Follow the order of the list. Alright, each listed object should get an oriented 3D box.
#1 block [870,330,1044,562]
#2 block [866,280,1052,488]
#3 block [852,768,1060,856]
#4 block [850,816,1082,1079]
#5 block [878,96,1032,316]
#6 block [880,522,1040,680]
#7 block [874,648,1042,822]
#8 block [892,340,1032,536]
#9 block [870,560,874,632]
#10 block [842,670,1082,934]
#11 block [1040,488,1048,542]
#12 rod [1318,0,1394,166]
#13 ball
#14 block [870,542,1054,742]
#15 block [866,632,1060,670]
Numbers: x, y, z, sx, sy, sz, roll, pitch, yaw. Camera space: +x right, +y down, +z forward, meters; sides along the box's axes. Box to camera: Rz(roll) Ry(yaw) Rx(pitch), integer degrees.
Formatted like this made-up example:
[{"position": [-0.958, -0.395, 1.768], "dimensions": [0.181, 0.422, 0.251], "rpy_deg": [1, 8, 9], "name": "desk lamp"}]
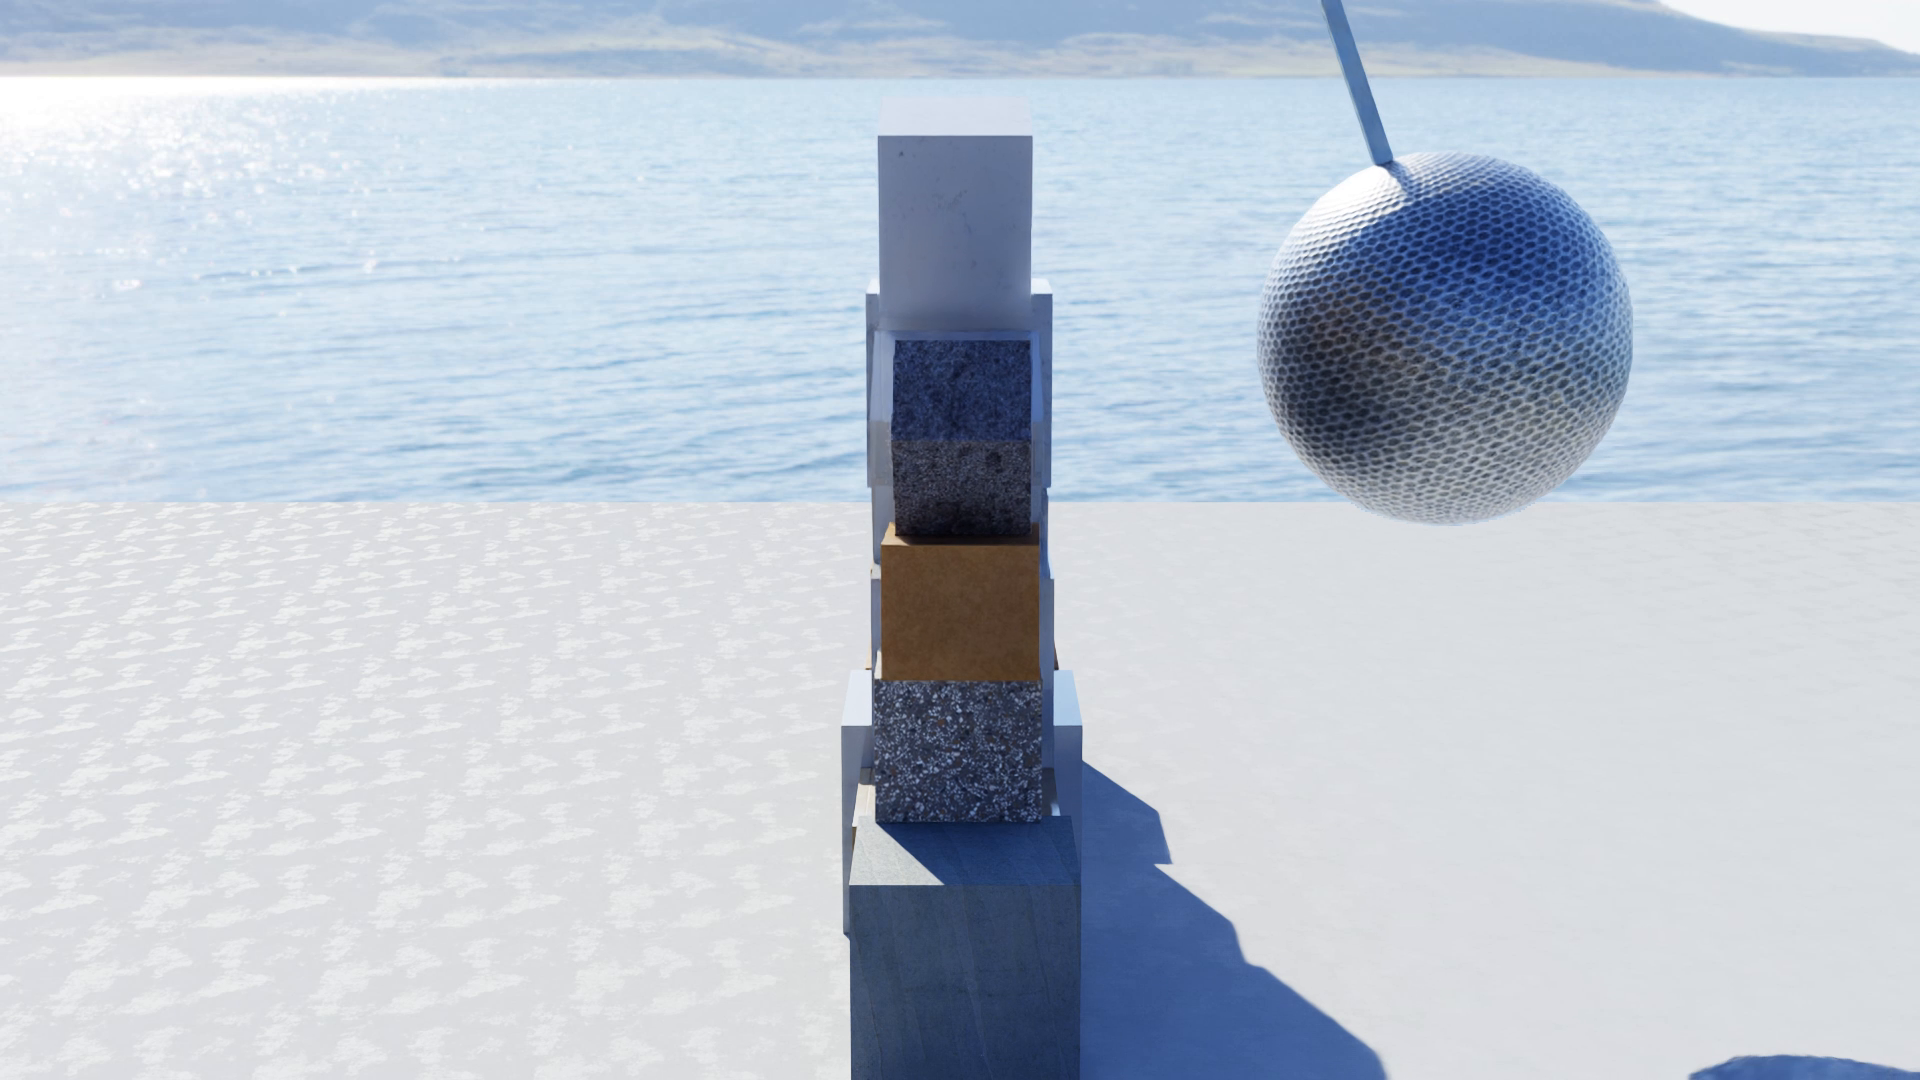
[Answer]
[{"position": [-0.014, -0.391, 10.554], "dimensions": [0.681, 0.669, 0.714], "rpy_deg": [0, 34, 0], "name": "block"}, {"position": [-0.003, -0.708, 11.398], "dimensions": [0.798, 0.840, 0.755], "rpy_deg": [0, 10, 0], "name": "block"}, {"position": [-0.011, 1.354, 10.140], "dimensions": [0.788, 0.708, 0.822], "rpy_deg": [0, 10, 0], "name": "block"}, {"position": [0.018, 1.482, 9.308], "dimensions": [0.799, 0.753, 0.841], "rpy_deg": [0, 10, 0], "name": "block"}, {"position": [-0.019, -1.414, 10.813], "dimensions": [0.628, 0.771, 0.658], "rpy_deg": [0, 24, 0], "name": "block"}, {"position": [0.010, 0.225, 9.723], "dimensions": [0.582, 0.503, 0.625], "rpy_deg": [0, 8, 1], "name": "block"}, {"position": [-0.009, 0.738, 9.838], "dimensions": [0.620, 0.543, 0.653], "rpy_deg": [0, 8, 0], "name": "block"}, {"position": [0.010, -0.378, 9.576], "dimensions": [0.505, 0.545, 0.490], "rpy_deg": [0, 52, 1], "name": "block"}, {"position": [-0.019, 0.585, 13.427], "dimensions": [0.863, 1.045, 0.844], "rpy_deg": [0, 10, 0], "name": "block"}, {"position": [0.008, 1.103, 11.025], "dimensions": [0.986, 0.886, 0.989], "rpy_deg": [0, 10, 0], "name": "block"}, {"position": [0.006, 0.169, 11.283], "dimensions": [0.734, 0.846, 0.753], "rpy_deg": [0, 10, 0], "name": "block"}, {"position": [0.899, -4.004, 10.452], "dimensions": [0.080, 5.200, 0.080], "rpy_deg": [-20, 10, 4], "name": "rod"}, {"position": [2.074, -0.865, 11.023], "dimensions": [1.600, 1.600, 1.600], "rpy_deg": [0, 10, 0], "name": "ball"}, {"position": [0.011, 0.407, 10.535], "dimensions": [0.723, 0.660, 0.788], "rpy_deg": [0, 10, 0], "name": "block"}, {"position": [0.009, 0.934, 11.933], "dimensions": [0.865, 0.892, 0.837], "rpy_deg": [0, 10, 0], "name": "block"}]
